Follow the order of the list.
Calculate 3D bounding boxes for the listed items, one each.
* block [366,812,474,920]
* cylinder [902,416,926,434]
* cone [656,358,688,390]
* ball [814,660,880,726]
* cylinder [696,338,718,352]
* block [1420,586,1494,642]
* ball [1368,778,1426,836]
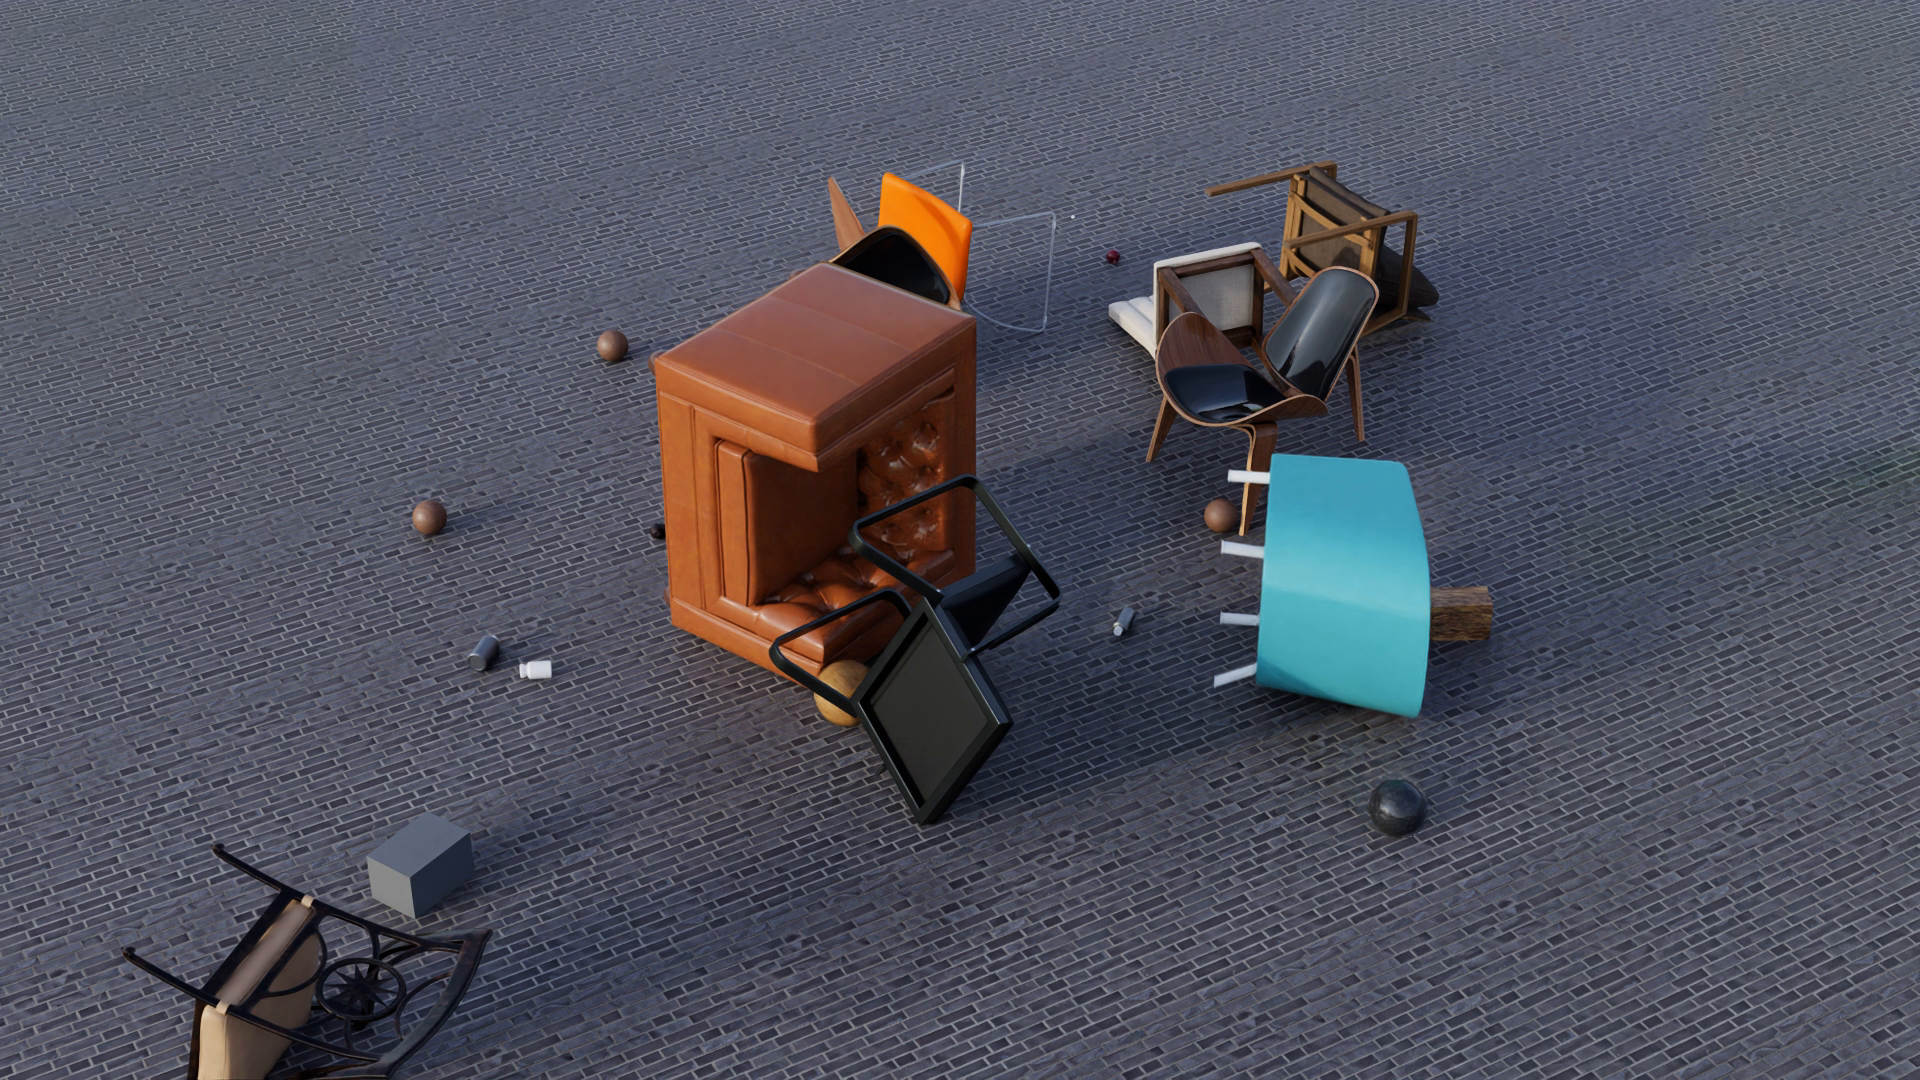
[{"bbox_3d":[-1.698,1.023,9.237,0.185,0.170,0.271,21,39,28],"label":"block"},{"bbox_3d":[-0.184,-0.452,11.587,0.056,0.047,0.091,17,33,24],"label":"cylinder"},{"bbox_3d":[-1.161,-0.681,11.923,0.136,0.131,0.140,-38,3,9],"label":"cone"},{"bbox_3d":[-0.384,0.519,9.953,0.225,0.225,0.225,0,33,0],"label":"ball"},{"bbox_3d":[-1.046,-0.807,12.139,0.045,0.032,0.081,19,38,33],"label":"cylinder"},{"bbox_3d":[1.763,0.262,10.411,0.224,0.150,0.119,-2,33,-3],"label":"block"},{"bbox_3d":[1.411,0.864,9.465,0.185,0.185,0.185,0,33,0],"label":"ball"}]
